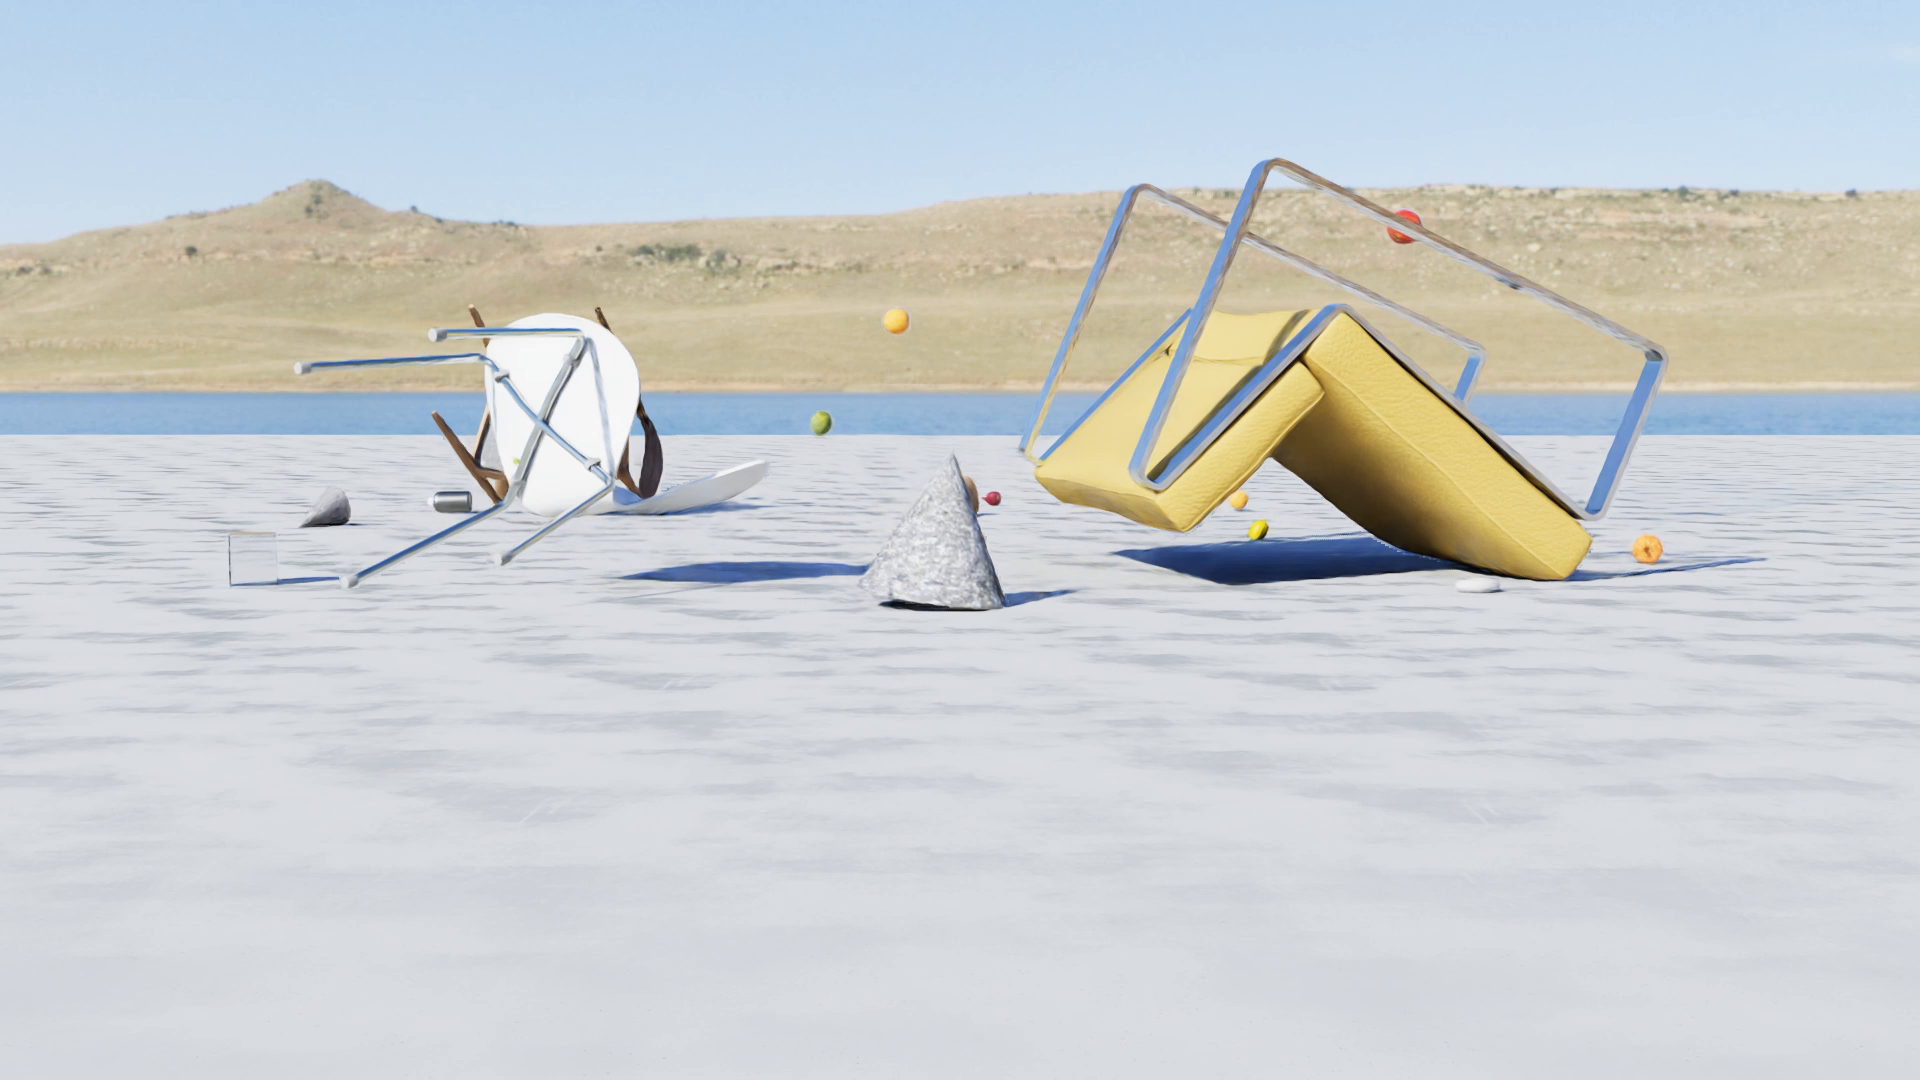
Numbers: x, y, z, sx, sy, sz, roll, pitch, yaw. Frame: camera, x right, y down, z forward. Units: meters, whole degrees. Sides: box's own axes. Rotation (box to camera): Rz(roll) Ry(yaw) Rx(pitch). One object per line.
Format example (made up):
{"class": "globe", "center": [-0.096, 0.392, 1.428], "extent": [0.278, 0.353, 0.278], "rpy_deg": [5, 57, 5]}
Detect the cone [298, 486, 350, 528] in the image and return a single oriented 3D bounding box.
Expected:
{"class": "cone", "center": [-2.097, -0.077, 7.182], "extent": [0.114, 0.149, 0.179], "rpy_deg": [29, 38, 18]}

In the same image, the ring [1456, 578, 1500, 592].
{"class": "ring", "center": [1.147, 0.100, 4.874], "extent": [0.116, 0.029, 0.089], "rpy_deg": [-2, 4, -42]}

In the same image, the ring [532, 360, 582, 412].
{"class": "ring", "center": [-1.415, -0.539, 7.714], "extent": [0.180, 0.191, 0.096], "rpy_deg": [-25, -14, 5]}

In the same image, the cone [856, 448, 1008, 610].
{"class": "cone", "center": [-0.036, -0.038, 4.530], "extent": [0.315, 0.309, 0.261], "rpy_deg": [8, 6, -1]}

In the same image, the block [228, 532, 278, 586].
{"class": "block", "center": [-1.626, 0.043, 5.063], "extent": [0.102, 0.117, 0.095], "rpy_deg": [-1, 4, -15]}

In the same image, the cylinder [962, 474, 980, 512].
{"class": "cylinder", "center": [-0.001, -0.155, 7.736], "extent": [0.083, 0.149, 0.128], "rpy_deg": [-15, -3, 28]}
